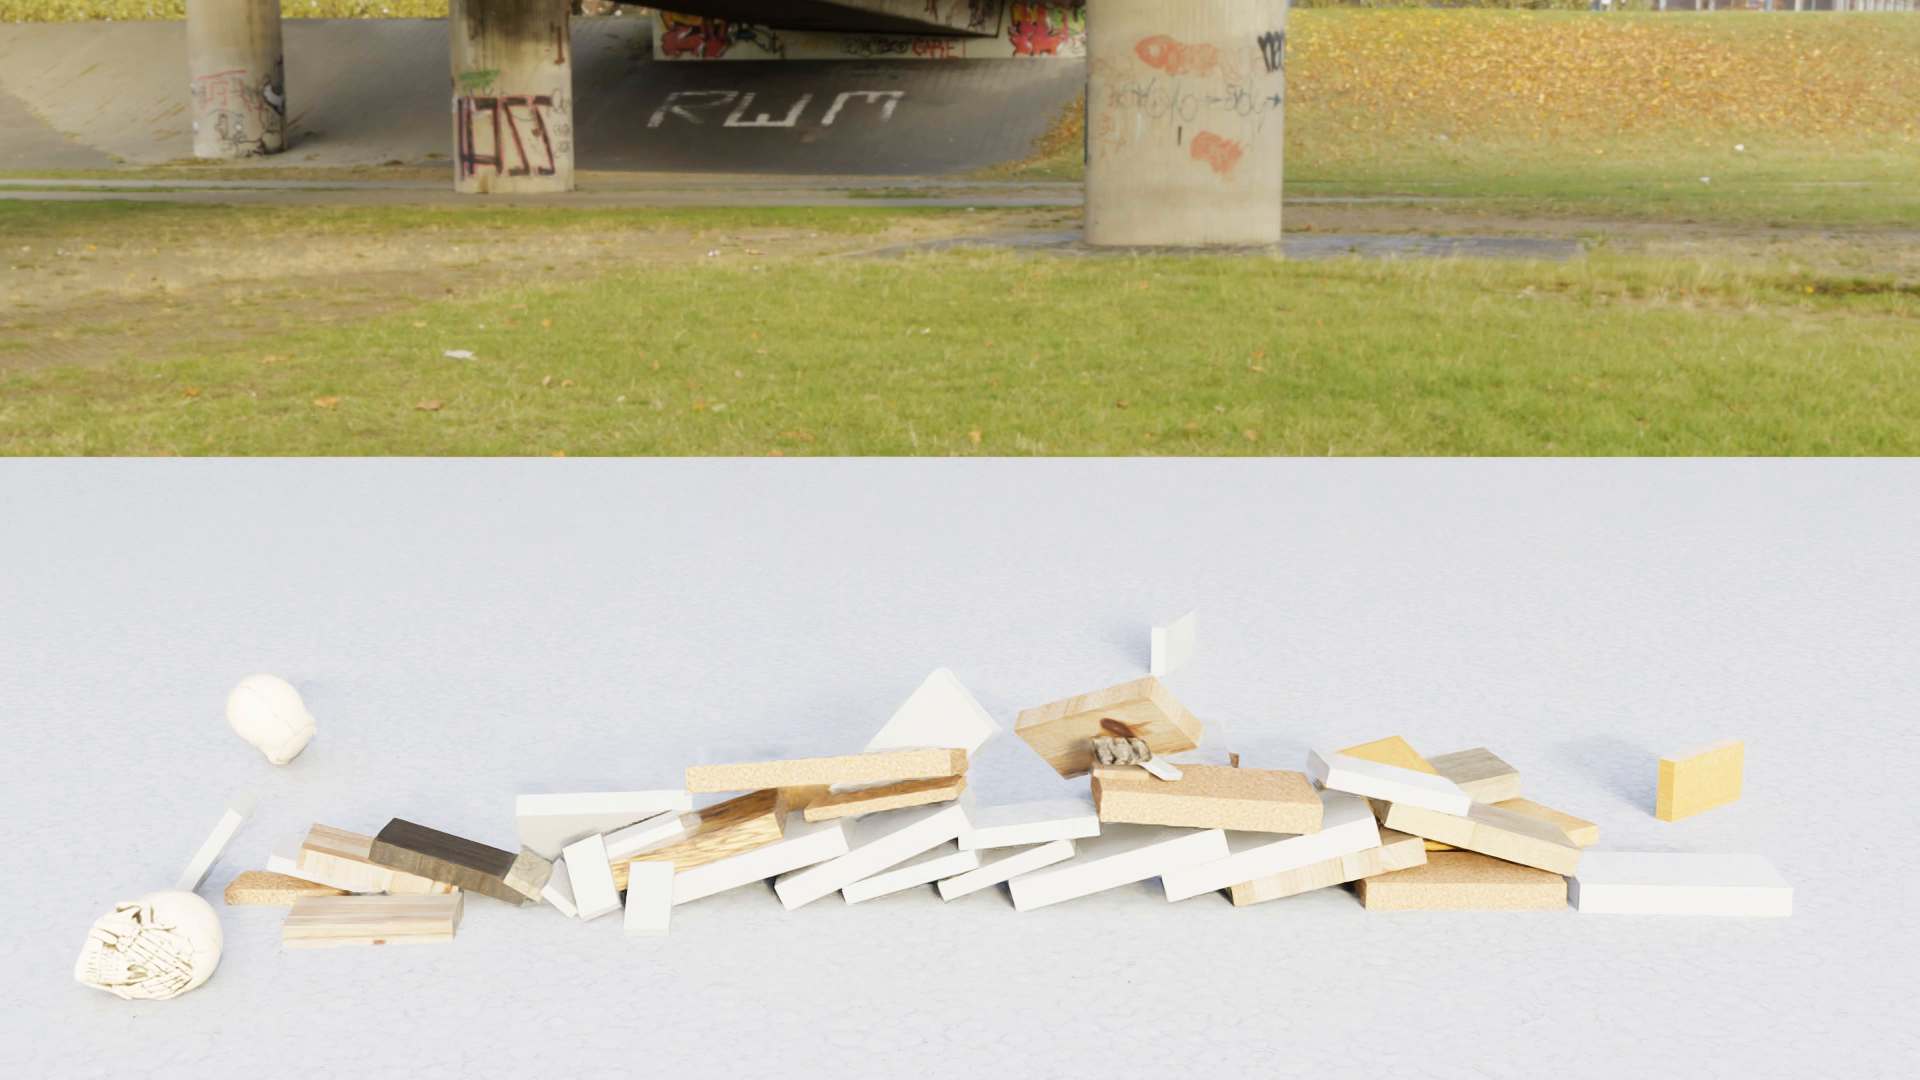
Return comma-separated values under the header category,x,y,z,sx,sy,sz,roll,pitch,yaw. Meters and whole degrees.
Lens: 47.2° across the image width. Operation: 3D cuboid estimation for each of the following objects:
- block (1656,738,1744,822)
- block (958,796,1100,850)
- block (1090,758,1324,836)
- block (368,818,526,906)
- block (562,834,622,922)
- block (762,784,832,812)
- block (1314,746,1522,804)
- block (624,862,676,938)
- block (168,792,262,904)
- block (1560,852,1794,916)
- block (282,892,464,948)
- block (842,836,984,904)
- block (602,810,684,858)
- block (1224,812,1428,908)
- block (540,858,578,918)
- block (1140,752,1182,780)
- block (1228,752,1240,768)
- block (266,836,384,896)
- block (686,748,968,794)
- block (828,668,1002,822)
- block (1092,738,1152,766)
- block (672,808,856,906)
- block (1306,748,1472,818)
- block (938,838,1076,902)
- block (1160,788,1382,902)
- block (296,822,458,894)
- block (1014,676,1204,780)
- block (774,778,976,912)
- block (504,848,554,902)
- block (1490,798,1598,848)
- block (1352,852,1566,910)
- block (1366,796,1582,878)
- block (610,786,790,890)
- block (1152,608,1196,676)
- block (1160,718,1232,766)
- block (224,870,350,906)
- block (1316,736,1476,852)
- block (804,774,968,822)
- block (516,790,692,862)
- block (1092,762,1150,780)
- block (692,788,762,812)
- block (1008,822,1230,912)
category,x,y,z,sx,sy,sz,roll,pitch,yaw
block,1.388,0.448,4.118,0.230,0.115,0.033,-8,13,-39
block,0.114,0.465,3.620,0.230,0.033,0.115,-7,10,5
block,0.402,0.420,3.618,0.357,0.051,0.179,4,11,-2
block,-0.837,0.533,3.656,0.259,0.037,0.130,17,8,-2
block,-0.597,0.547,3.567,0.066,0.019,0.131,-22,56,-1
block,-0.292,0.483,3.912,0.035,0.122,0.245,5,12,26
block,0.847,0.462,4.083,0.339,0.048,0.170,-10,12,-7
block,-0.497,0.574,3.522,0.071,0.020,0.142,-1,38,-2
block,-1.233,0.510,3.646,0.027,0.187,0.094,36,10,-4
block,1.181,0.569,3.649,0.339,0.048,0.170,1,11,3
block,-0.930,0.604,3.493,0.259,0.037,0.130,-1,11,-5
block,-0.077,0.541,3.652,0.229,0.033,0.115,-17,8,9
block,-0.535,0.492,3.663,0.142,0.020,0.071,-20,10,-11
block,0.599,0.530,3.683,0.325,0.046,0.162,-13,11,-2
block,-0.648,0.571,3.610,0.066,0.019,0.131,42,7,-8
block,0.318,0.368,3.614,0.090,0.013,0.045,31,16,35
block,0.409,0.458,4.264,0.147,0.042,0.294,7,13,33
block,-1.045,0.543,3.656,0.187,0.027,0.094,16,10,-7
block,-0.218,0.379,3.624,0.441,0.042,0.148,-5,-5,11
block,-0.078,0.376,3.759,0.148,0.295,0.042,47,17,19
block,0.264,0.344,3.578,0.090,0.013,0.045,0,40,-23
block,-0.344,0.518,3.653,0.335,0.047,0.167,-17,10,4
block,0.707,0.401,3.639,0.247,0.033,0.115,13,9,-10
block,0.078,0.526,3.650,0.230,0.033,0.115,-21,10,8
block,0.503,0.501,3.656,0.357,0.051,0.179,-15,11,2
block,-0.956,0.538,3.643,0.259,0.037,0.130,16,9,-10
block,0.249,0.318,3.699,0.294,0.147,0.042,-19,37,41
block,-0.137,0.500,3.641,0.335,0.047,0.167,-25,8,7
block,-0.707,0.551,3.617,0.066,0.019,0.131,30,8,-6
block,1.024,0.511,3.997,0.122,0.035,0.245,-6,12,-30
block,0.827,0.567,3.665,0.325,0.046,0.162,0,11,1
block,0.858,0.477,3.687,0.325,0.046,0.162,15,9,-3
block,-0.456,0.502,3.666,0.335,0.047,0.167,-18,10,2
block,0.508,0.242,5.227,0.033,0.115,0.230,5,11,23
block,0.444,0.412,4.286,0.147,0.042,0.331,1,11,3
block,-1.113,0.579,3.656,0.187,0.027,0.094,0,11,1
block,0.786,0.466,3.932,0.170,0.048,0.339,-13,26,-13
block,-0.122,0.423,3.610,0.262,0.020,0.071,-11,9,15
block,-0.609,0.495,3.794,0.295,0.148,0.042,-1,49,-6
block,0.262,0.379,3.603,0.090,0.013,0.045,5,10,-3
block,-0.450,0.501,4.054,0.122,0.035,0.331,5,12,26
block,0.260,0.517,3.650,0.357,0.051,0.179,-16,10,4
